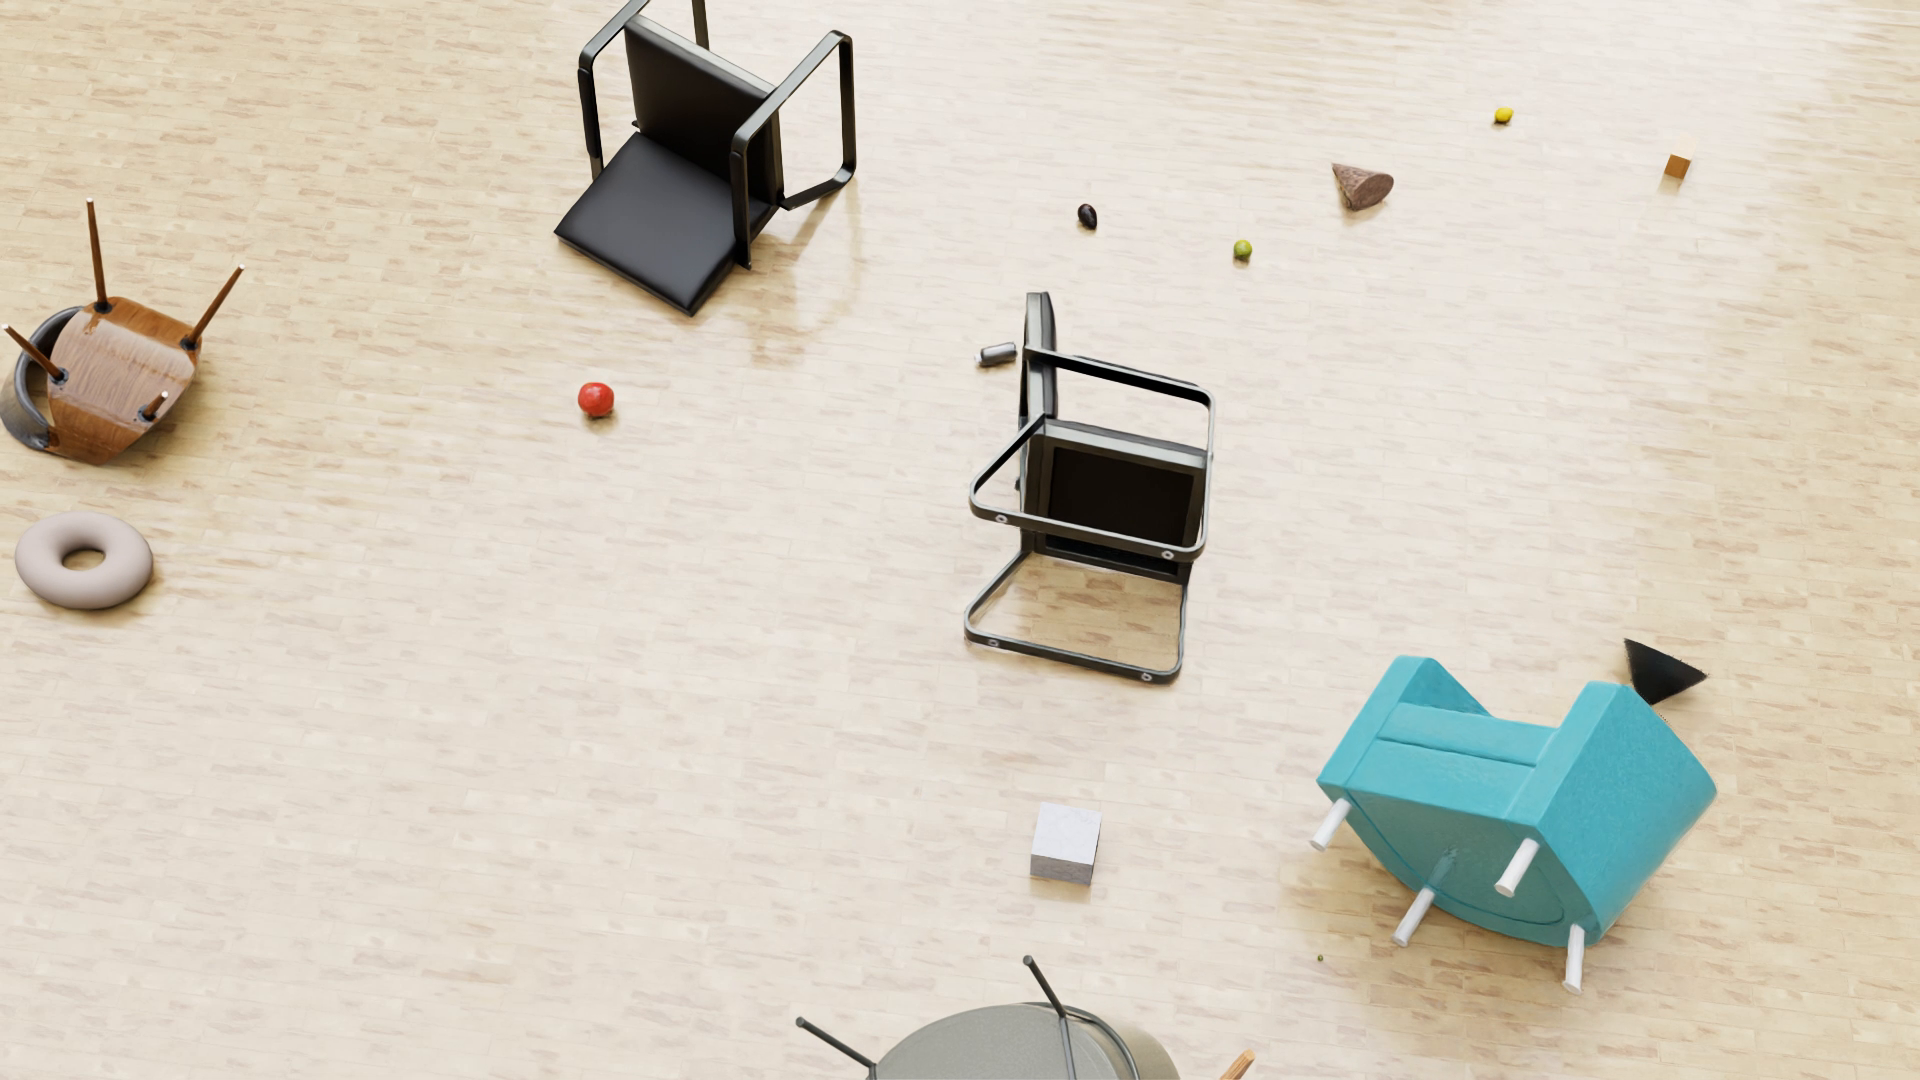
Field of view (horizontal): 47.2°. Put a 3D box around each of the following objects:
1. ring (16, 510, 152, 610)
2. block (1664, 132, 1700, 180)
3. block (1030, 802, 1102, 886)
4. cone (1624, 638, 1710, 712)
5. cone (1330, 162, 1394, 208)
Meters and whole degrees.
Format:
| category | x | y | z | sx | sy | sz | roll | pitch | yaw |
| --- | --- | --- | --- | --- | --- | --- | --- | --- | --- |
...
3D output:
| category | x | y | z | sx | sy | sz | roll | pitch | yaw |
| --- | --- | --- | --- | --- | --- | --- | --- | --- | --- |
| ring | -2.575 | 0.058 | 6.464 | 0.419 | 0.122 | 0.314 | 15 | 57 | 11 |
| block | 2.424 | -1.290 | 7.383 | 0.069 | 0.094 | 0.111 | 23 | 59 | 14 |
| block | 0.286 | 0.821 | 5.945 | 0.167 | 0.130 | 0.159 | 10 | 57 | 6 |
| cone | 1.968 | 0.411 | 6.246 | 0.262 | 0.197 | 0.172 | 27 | 91 | 30 |
| cone | 1.309 | -1.215 | 7.354 | 0.176 | 0.119 | 0.224 | -25 | 45 | -19 |
